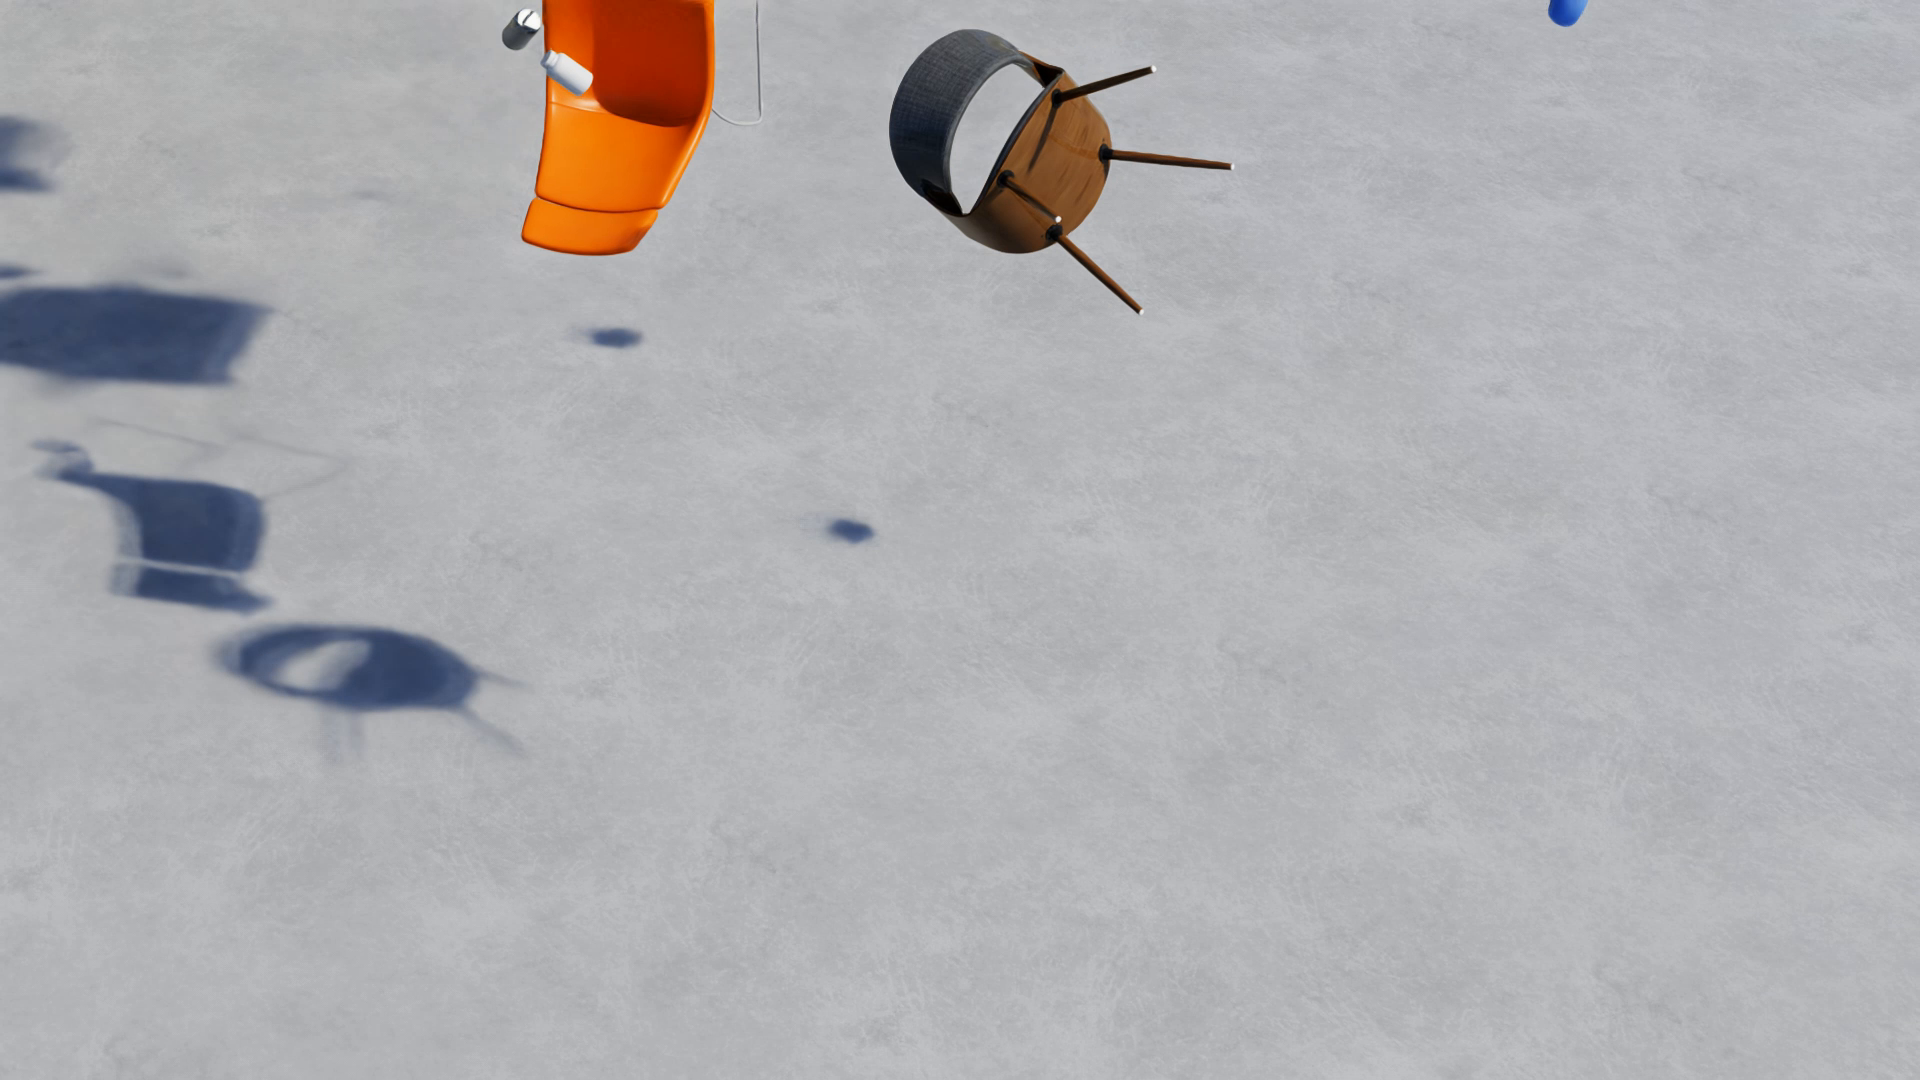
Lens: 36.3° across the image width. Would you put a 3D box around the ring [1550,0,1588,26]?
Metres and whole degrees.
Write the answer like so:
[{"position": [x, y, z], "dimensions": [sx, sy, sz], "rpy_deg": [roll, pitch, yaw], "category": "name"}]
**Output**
[{"position": [1.886, -1.683, 9.029], "dimensions": [0.092, 0.210, 0.153], "rpy_deg": [23, 1, -2], "category": "ring"}]
